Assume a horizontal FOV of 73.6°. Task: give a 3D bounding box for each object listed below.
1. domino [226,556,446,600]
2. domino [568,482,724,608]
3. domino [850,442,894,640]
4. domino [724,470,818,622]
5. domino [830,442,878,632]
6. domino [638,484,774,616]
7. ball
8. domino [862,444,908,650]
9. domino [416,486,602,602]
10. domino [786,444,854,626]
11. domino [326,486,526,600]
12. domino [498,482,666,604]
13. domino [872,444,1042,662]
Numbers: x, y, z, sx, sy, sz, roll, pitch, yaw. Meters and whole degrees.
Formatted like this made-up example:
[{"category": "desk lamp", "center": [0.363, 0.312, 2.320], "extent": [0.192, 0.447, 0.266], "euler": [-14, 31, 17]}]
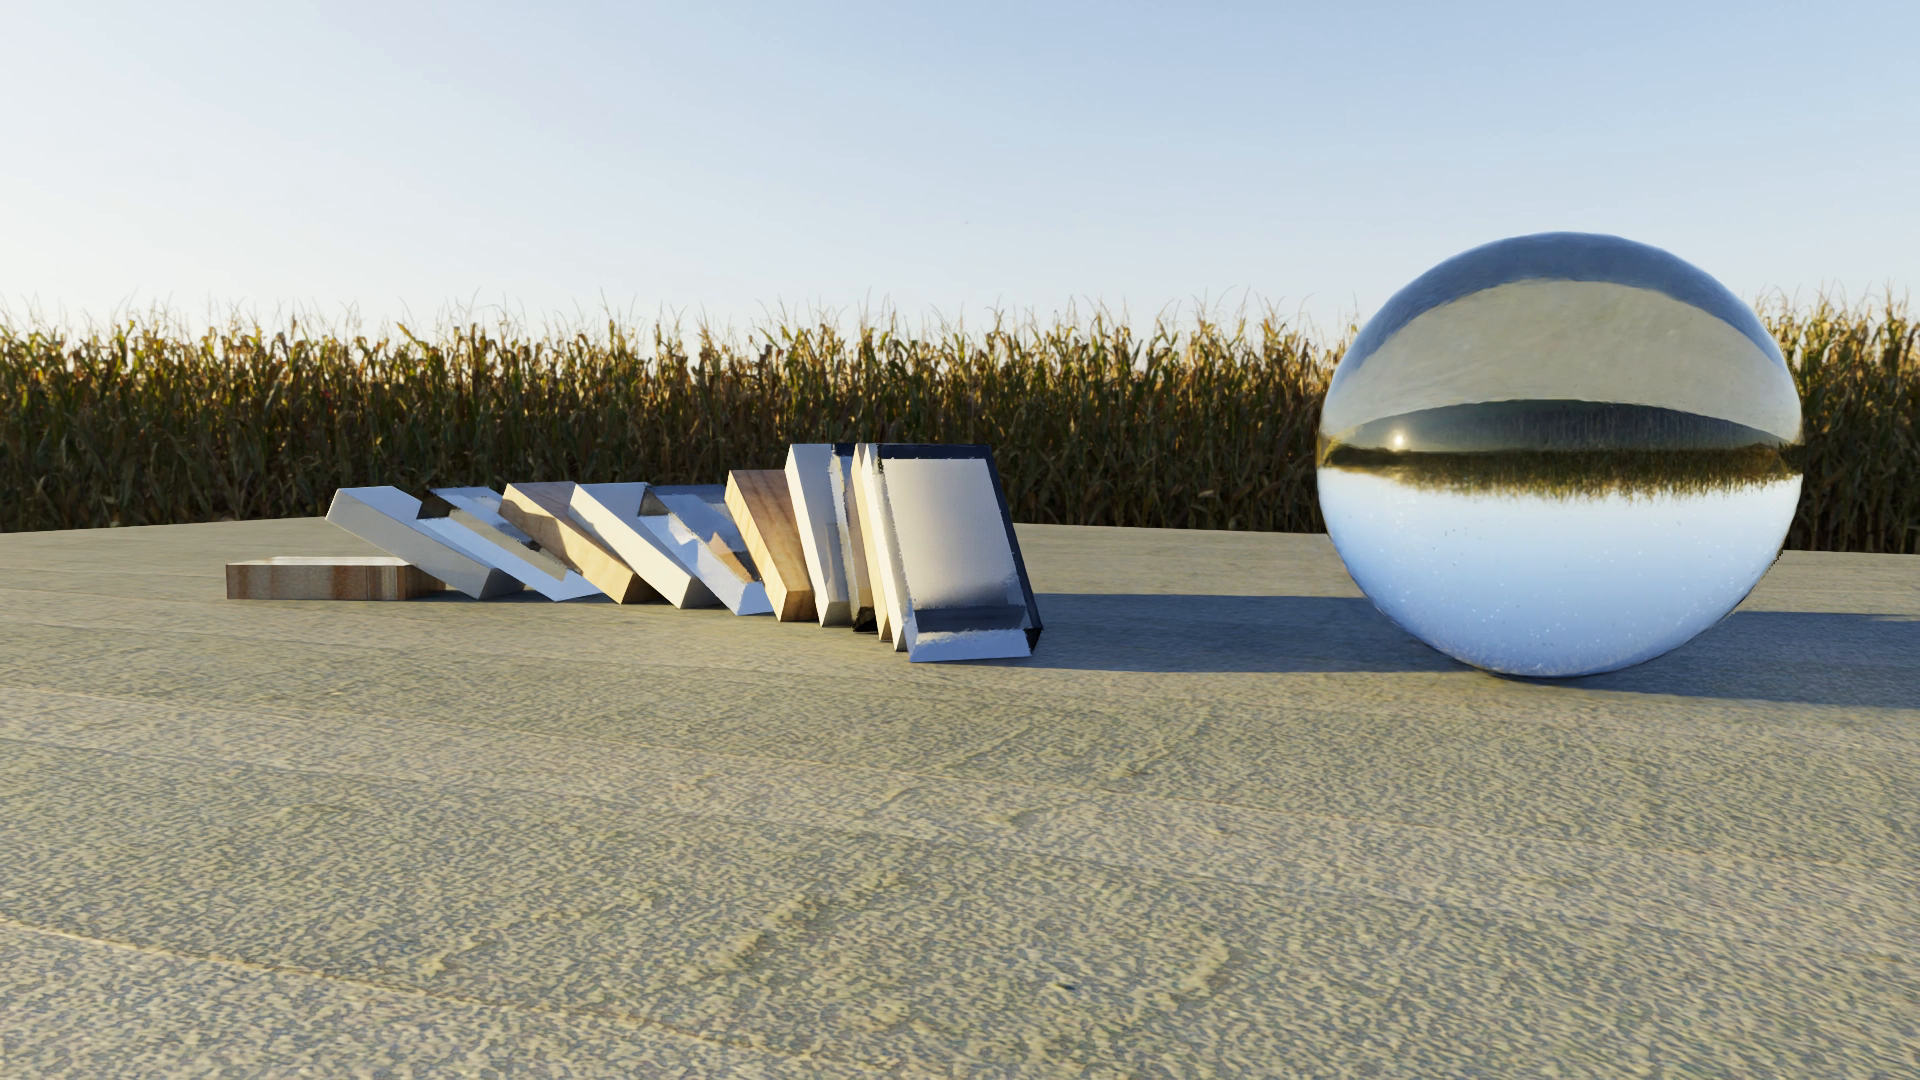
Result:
[{"category": "domino", "center": [-0.176, 0.011, 0.363], "extent": [0.050, 0.010, 0.025], "euler": [0, 4, 3]}, {"category": "domino", "center": [-0.081, 0.001, 0.351], "extent": [0.050, 0.010, 0.025], "euler": [34, 22, 28]}, {"category": "domino", "center": [-0.009, -0.001, 0.292], "extent": [0.025, 0.050, 0.010], "euler": [-1, -40, -15]}, {"category": "domino", "center": [-0.041, 0.000, 0.328], "extent": [0.025, 0.010, 0.050], "euler": [-2, 39, -28]}, {"category": "domino", "center": [-0.015, -0.002, 0.303], "extent": [0.025, 0.050, 0.009], "euler": [0, -40, -15]}, {"category": "domino", "center": [-0.061, 0.001, 0.340], "extent": [0.025, 0.009, 0.050], "euler": [-4, 33, -46]}, {"category": "ball", "center": [0.106, -0.015, 0.233], "extent": [0.080, 0.080, 0.080], "euler": [0, 4, 0]}, {"category": "domino", "center": [-0.005, 0.000, 0.279], "extent": [0.025, 0.050, 0.010], "euler": [-1, -40, -16]}, {"category": "domino", "center": [-0.125, 0.000, 0.364], "extent": [0.050, 0.010, 0.025], "euler": [27, 12, 14]}, {"category": "domino", "center": [-0.026, -0.002, 0.315], "extent": [0.025, 0.050, 0.010], "euler": [-2, -40, -21]}, {"category": "domino", "center": [-0.150, 0.000, 0.364], "extent": [0.050, 0.009, 0.025], "euler": [26, 8, 7]}, {"category": "domino", "center": [-0.102, 0.000, 0.360], "extent": [0.050, 0.009, 0.025], "euler": [32, 17, 22]}, {"category": "domino", "center": [-0.002, 0.001, 0.266], "extent": [0.025, 0.050, 0.010], "euler": [-1, -40, -16]}]
